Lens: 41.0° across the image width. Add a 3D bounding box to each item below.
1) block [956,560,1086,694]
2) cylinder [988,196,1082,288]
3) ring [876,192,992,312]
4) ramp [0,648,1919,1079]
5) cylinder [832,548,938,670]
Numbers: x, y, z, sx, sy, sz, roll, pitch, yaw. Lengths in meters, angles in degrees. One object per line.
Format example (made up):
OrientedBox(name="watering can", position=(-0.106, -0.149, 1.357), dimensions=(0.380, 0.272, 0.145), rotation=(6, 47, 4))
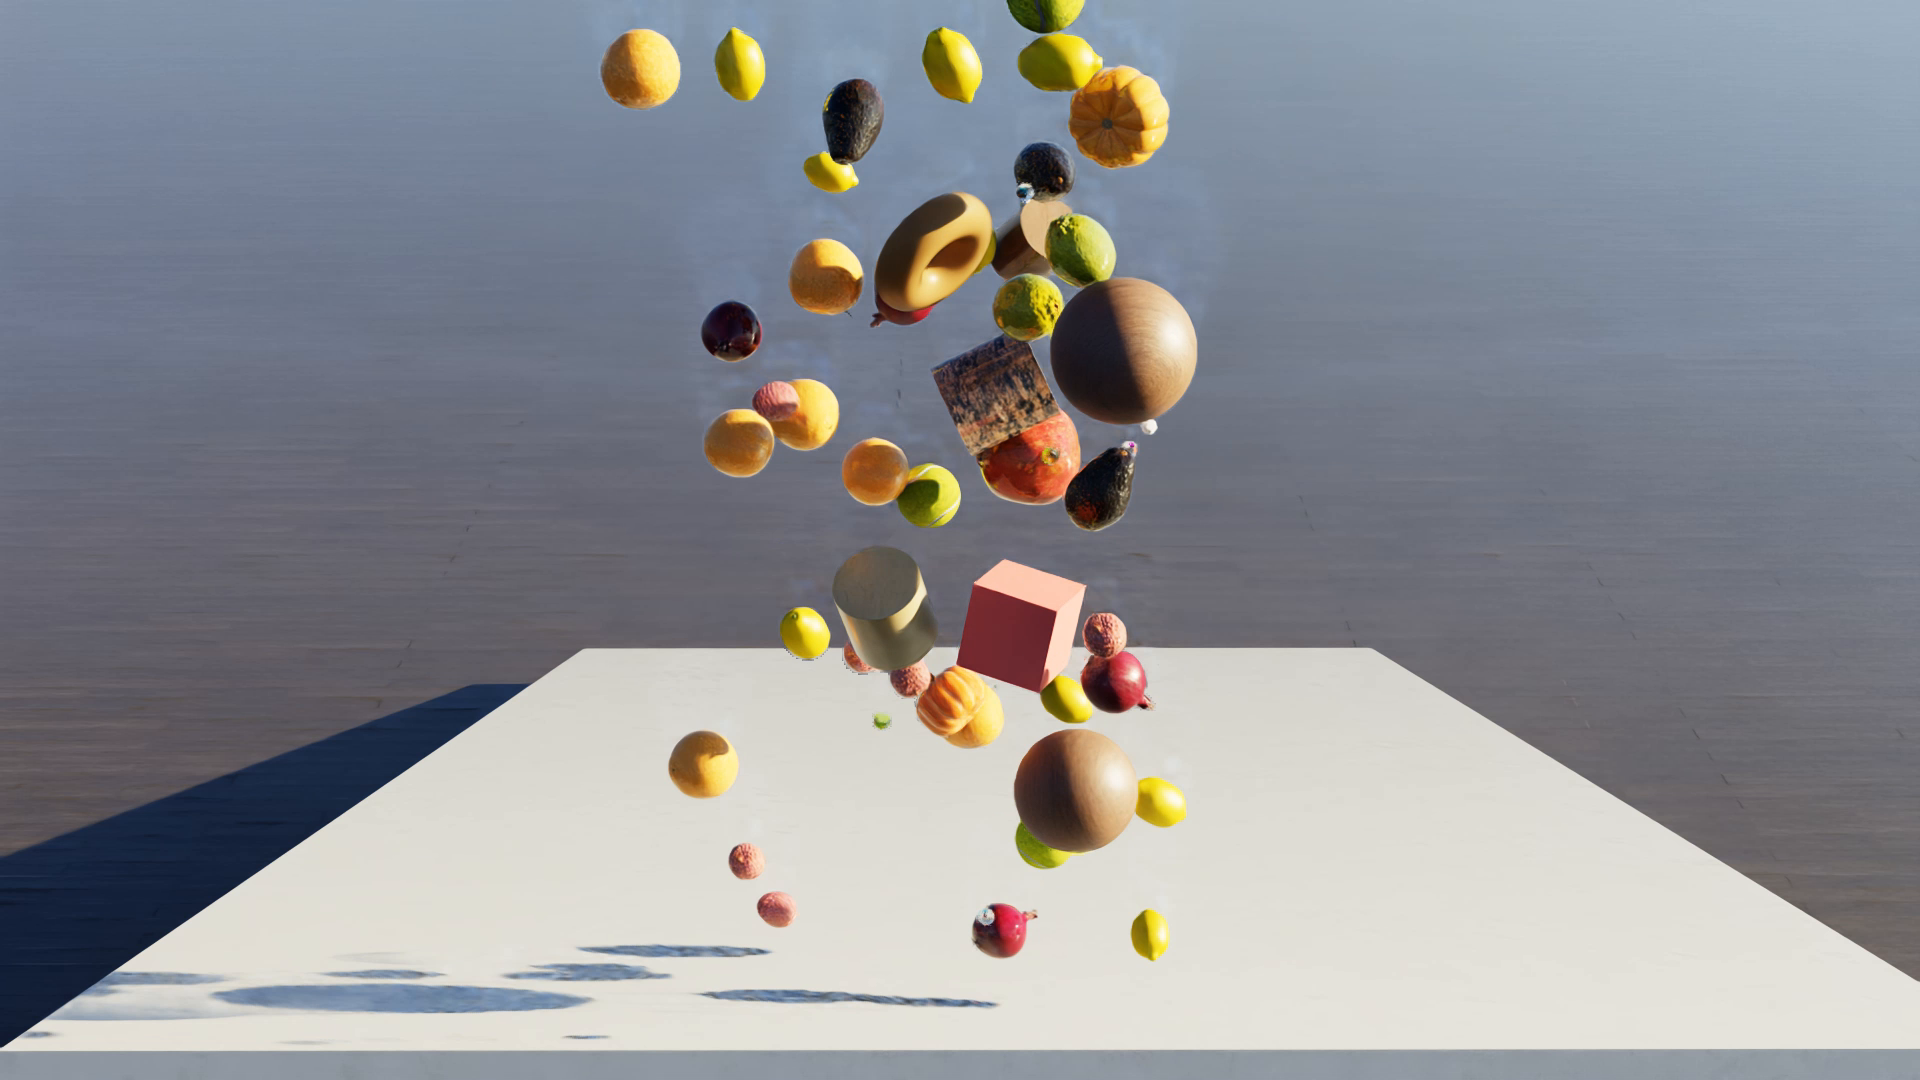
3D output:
OrientedBox(name="block", position=(0.058, 0.081, 2.436), dimensions=(0.085, 0.085, 0.085), rotation=(18, 21, 16))
OrientedBox(name="cylinder", position=(0.079, -0.314, 2.710), dimensions=(0.073, 0.073, 0.073), rotation=(-14, -12, -32))
OrientedBox(name="ring", position=(-0.024, -0.267, 2.384), dimensions=(0.130, 0.130, 0.043), rotation=(-22, 60, -45))
OrientedBox(name="ramp", position=(0.048, 0.438, 4.532), dimensions=(2.000, 0.100, 4.000), rotation=(0, 3, 0))
OrientedBox(name="cylinder", position=(-0.070, 0.065, 2.435), dimensions=(0.084, 0.084, 0.084), rotation=(-7, 52, 9))
